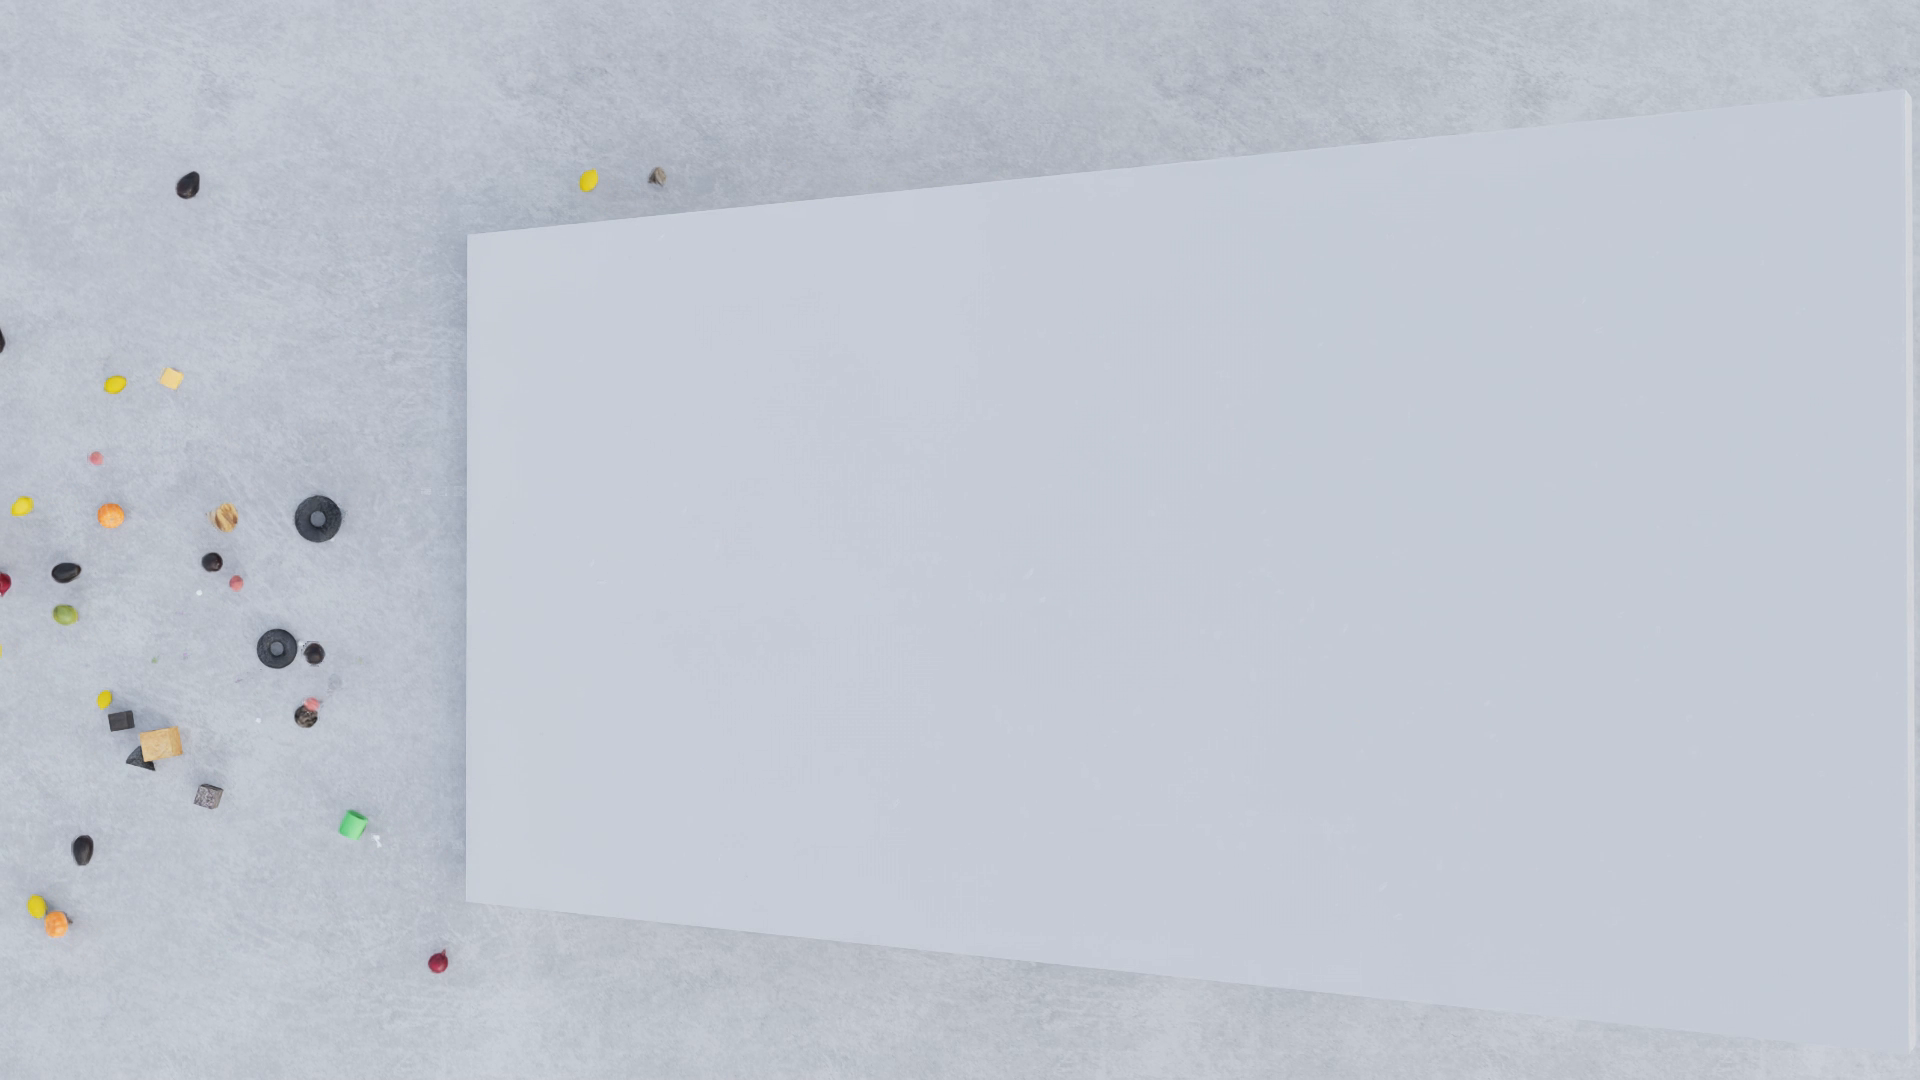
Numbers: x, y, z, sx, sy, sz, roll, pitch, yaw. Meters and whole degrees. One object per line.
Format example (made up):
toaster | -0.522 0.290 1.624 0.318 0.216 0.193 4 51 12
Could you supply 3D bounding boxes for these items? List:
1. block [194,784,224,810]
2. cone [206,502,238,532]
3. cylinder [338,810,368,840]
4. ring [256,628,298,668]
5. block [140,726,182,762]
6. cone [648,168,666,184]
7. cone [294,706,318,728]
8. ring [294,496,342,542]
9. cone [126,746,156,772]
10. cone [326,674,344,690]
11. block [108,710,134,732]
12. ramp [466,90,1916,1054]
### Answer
block | -2.270 0.775 6.645 0.058 0.058 0.058 17 89 0
cone | -2.254 -0.072 6.662 0.090 0.090 0.090 6 89 27
cylinder | -1.831 0.863 6.640 0.066 0.066 0.066 26 90 0
ring | -2.068 0.329 6.658 0.122 0.041 0.122 0 90 -1
block | -2.409 0.615 6.632 0.087 0.087 0.087 -10 89 0
cone | -0.930 -1.095 6.679 0.054 0.054 0.054 -20 89 27
cone | -1.986 0.536 6.641 0.070 0.070 0.070 0 89 0
ring | -1.944 -0.063 6.658 0.143 0.048 0.143 0 90 1
cone | -2.463 0.673 6.656 0.082 0.082 0.082 -38 116 0
cone | -1.897 0.432 6.652 0.050 0.050 0.050 0 89 0
block | -2.536 0.547 6.649 0.054 0.054 0.054 -10 89 0
ramp | 0.267 0.074 5.619 4.000 0.100 2.000 0 89 31
